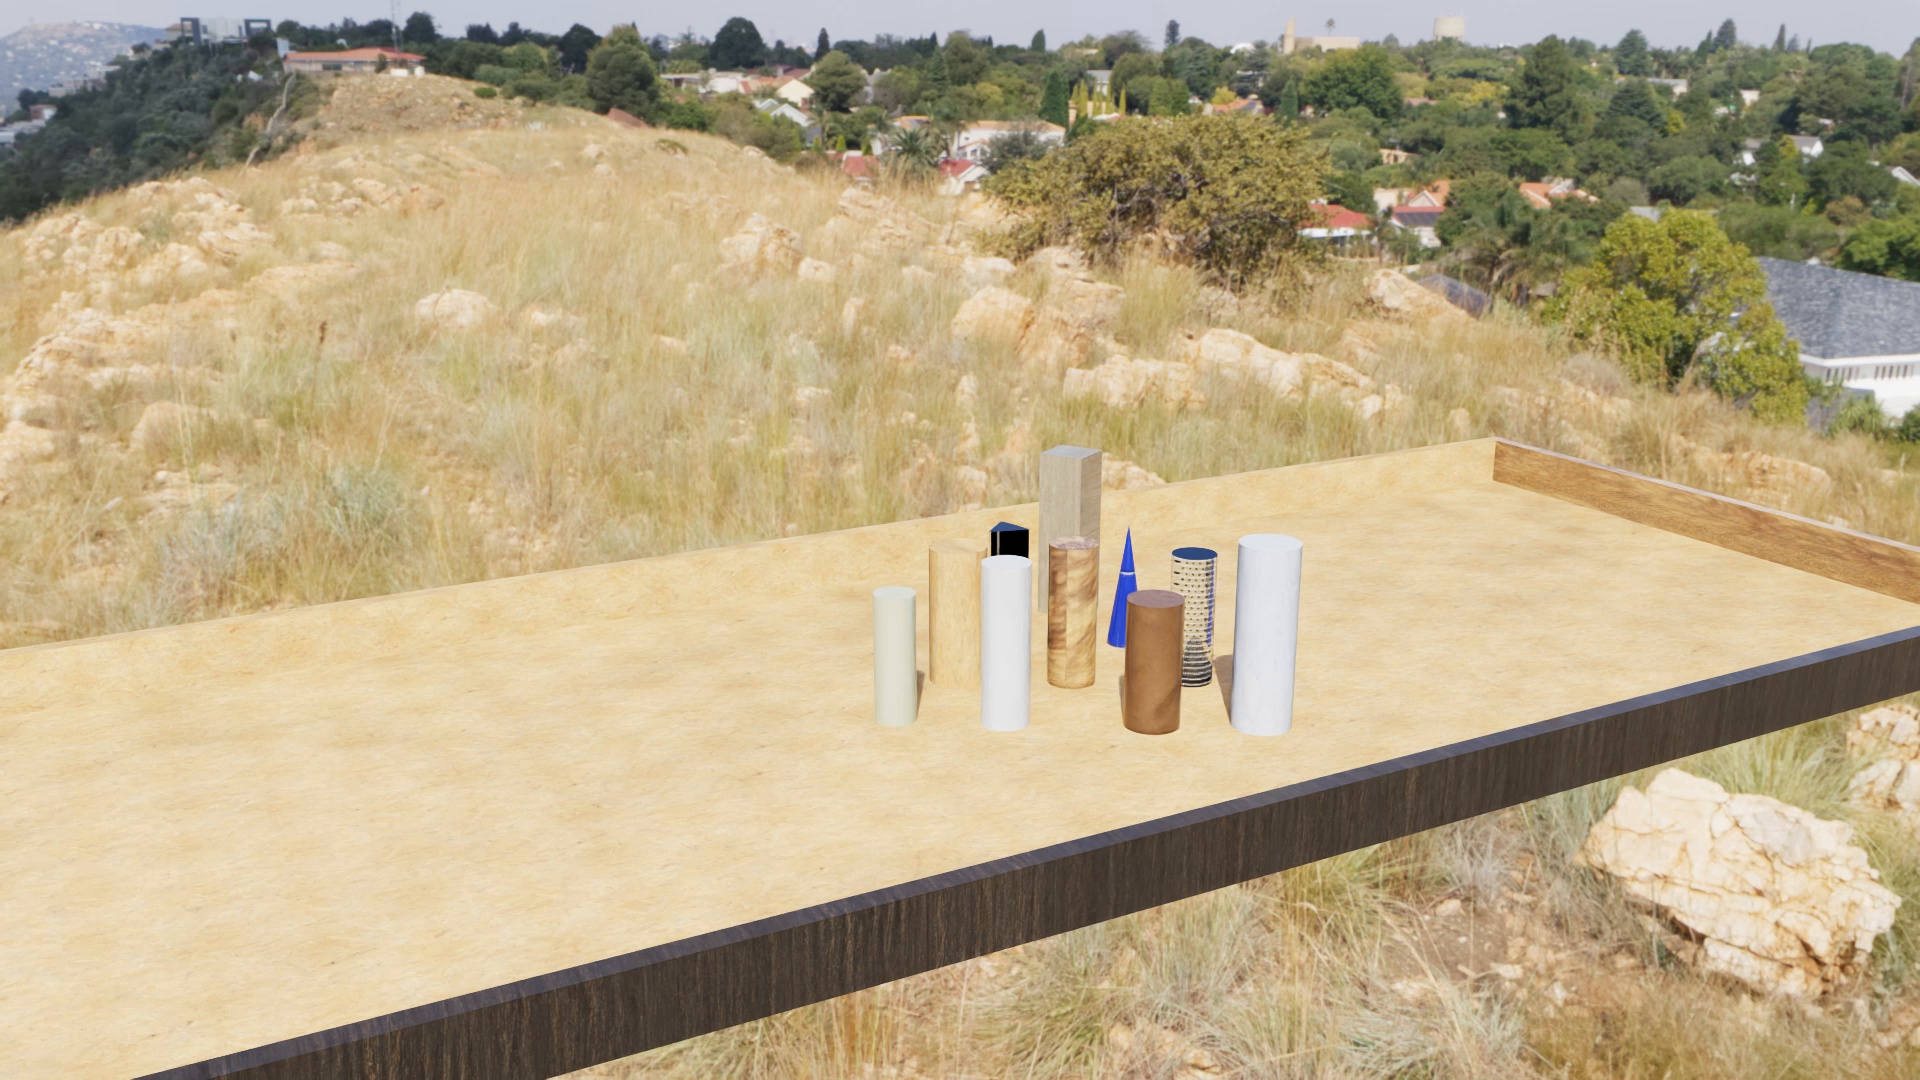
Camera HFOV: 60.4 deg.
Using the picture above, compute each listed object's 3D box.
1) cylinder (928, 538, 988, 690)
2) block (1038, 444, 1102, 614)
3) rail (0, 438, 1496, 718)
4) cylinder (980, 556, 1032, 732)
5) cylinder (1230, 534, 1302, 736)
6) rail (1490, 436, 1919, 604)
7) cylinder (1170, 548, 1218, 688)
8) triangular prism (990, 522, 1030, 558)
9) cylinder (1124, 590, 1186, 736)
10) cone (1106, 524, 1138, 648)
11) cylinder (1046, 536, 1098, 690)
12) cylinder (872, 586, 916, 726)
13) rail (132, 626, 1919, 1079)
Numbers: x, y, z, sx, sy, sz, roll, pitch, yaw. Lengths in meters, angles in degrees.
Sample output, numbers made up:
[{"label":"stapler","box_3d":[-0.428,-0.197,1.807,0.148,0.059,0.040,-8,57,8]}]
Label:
[{"label":"cylinder","box_3d":[-0.005,0.182,4.115,0.145,0.349,0.145,0,16,0]},{"label":"block","box_3d":[0.307,-0.023,4.619,0.128,0.459,0.128,10,19,30]},{"label":"rail","box_3d":[-3.305,0.497,3.399,12.000,0.150,0.050,-9,18,-27]},{"label":"cylinder","box_3d":[0.107,0.240,3.839,0.117,0.394,0.117,0,16,0]},{"label":"cylinder","box_3d":[0.707,0.219,3.819,0.144,0.446,0.144,0,16,0]},{"label":"rail","box_3d":[2.466,-0.048,5.253,0.050,0.150,2.100,-9,18,-27]},{"label":"cylinder","box_3d":[0.579,0.192,4.112,0.113,0.331,0.113,0,16,0]},{"label":"triangular prism","box_3d":[0.119,0.120,4.366,0.105,0.327,0.091,-3,17,-12]},{"label":"cylinder","box_3d":[0.451,0.284,3.838,0.134,0.311,0.134,0,16,0]},{"label":"cone","box_3d":[0.444,0.117,4.375,0.103,0.329,0.103,0,16,0]},{"label":"cylinder","box_3d":[0.280,0.180,4.101,0.122,0.361,0.122,0,16,0]},{"label":"cylinder","box_3d":[-0.152,0.273,3.869,0.101,0.314,0.101,0,16,0]},{"label":"rail","box_3d":[-2.336,1.006,1.665,12.000,0.150,0.050,-9,18,-27]}]
